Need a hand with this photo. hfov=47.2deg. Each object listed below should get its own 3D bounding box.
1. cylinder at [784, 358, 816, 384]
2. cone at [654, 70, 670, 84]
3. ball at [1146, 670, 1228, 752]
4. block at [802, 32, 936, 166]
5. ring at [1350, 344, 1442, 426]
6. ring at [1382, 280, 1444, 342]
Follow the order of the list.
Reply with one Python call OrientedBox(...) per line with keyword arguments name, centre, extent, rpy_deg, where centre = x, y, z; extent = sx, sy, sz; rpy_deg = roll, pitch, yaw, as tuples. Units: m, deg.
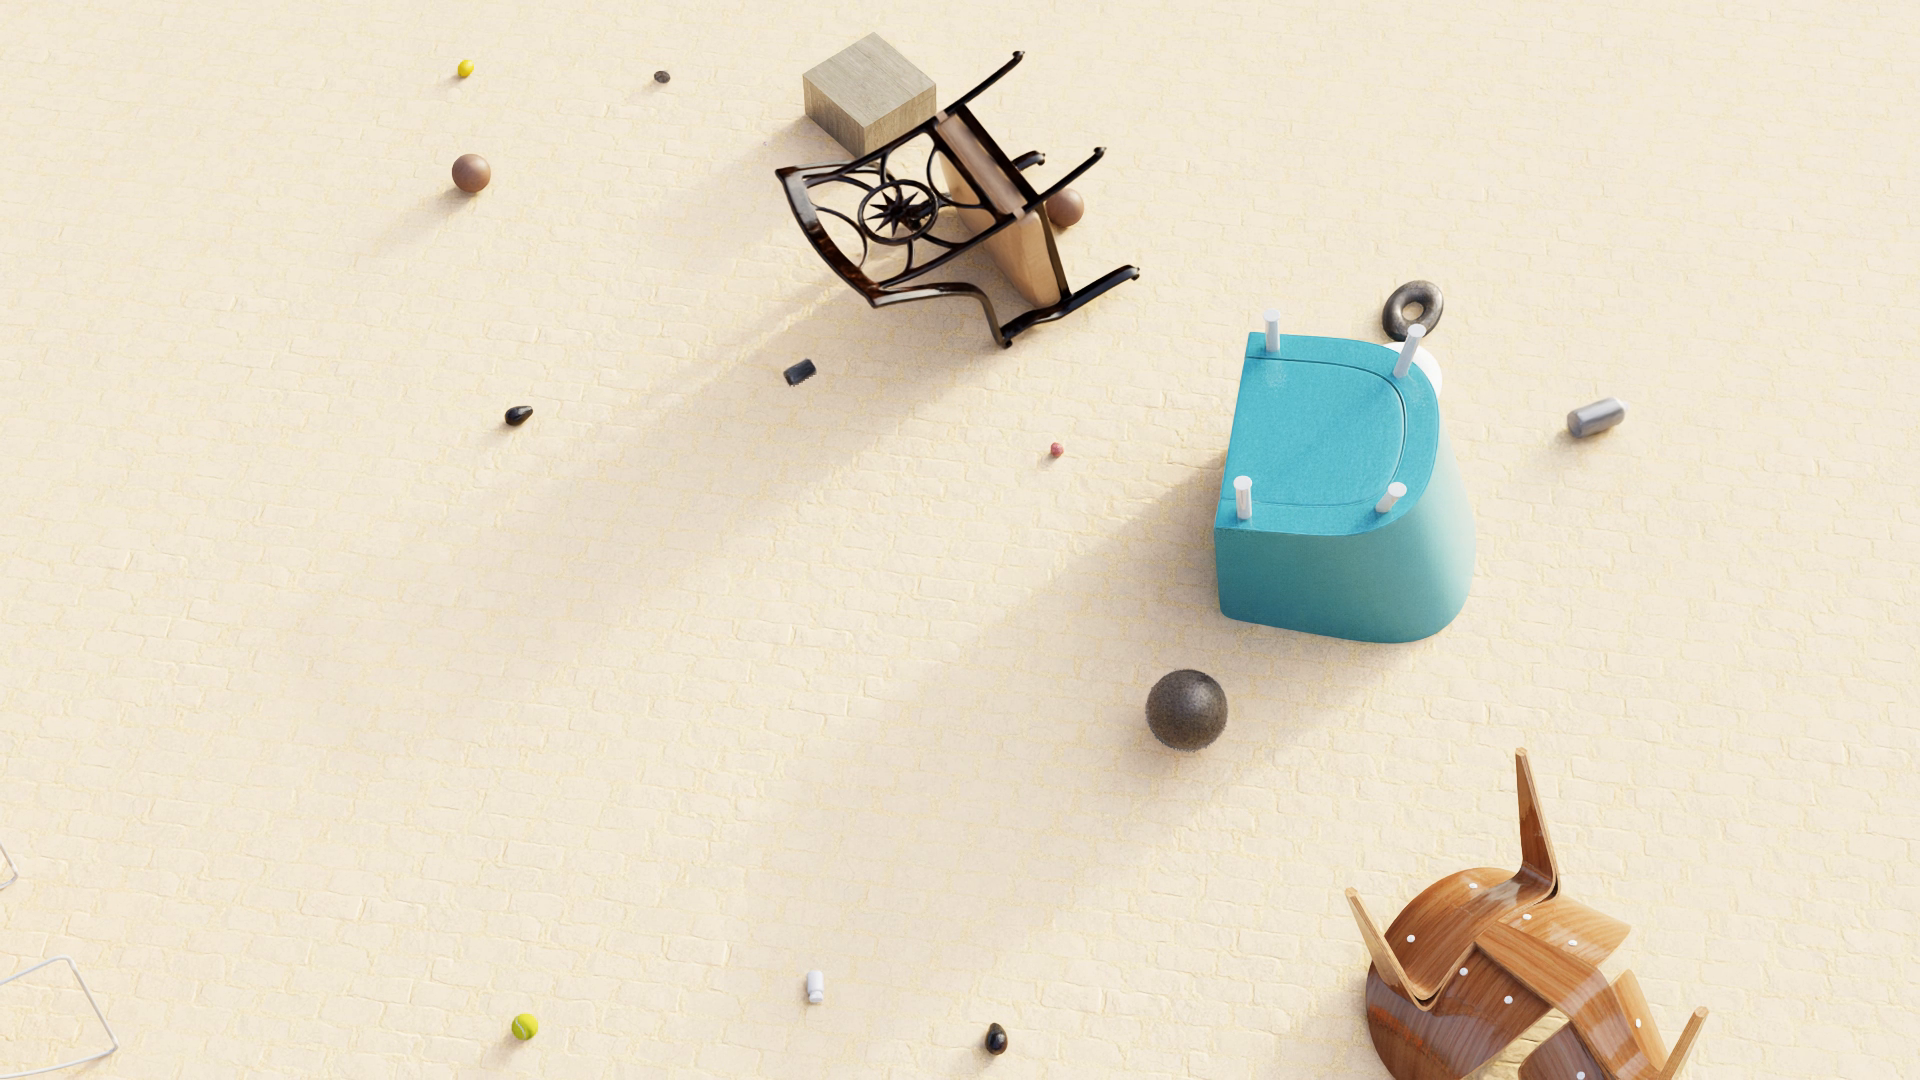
OrientedBox(name="cylinder", centre=(-0.504, -0.529, 6.899), extent=(0.087, 0.049, 0.057), rpy_deg=(-31, 43, -19))
OrientedBox(name="cone", centre=(-1.027, -1.623, 7.650), extent=(0.062, 0.047, 0.063), rpy_deg=(8, 36, 8))
OrientedBox(name="ball", centre=(0.632, 0.474, 6.118), extent=(0.229, 0.229, 0.229), rpy_deg=(0, 56, 0))
OrientedBox(name="block", centre=(-0.305, -1.498, 7.467), extent=(0.313, 0.186, 0.329), rpy_deg=(-36, 63, -21))
OrientedBox(name="ring", centre=(1.363, -0.486, 6.865), extent=(0.272, 0.059, 0.347), rpy_deg=(25, 59, 15))
OrientedBox(name="ring", centre=(1.449, -0.733, 7.035), extent=(0.181, 0.052, 0.276), rpy_deg=(26, 59, 17))
